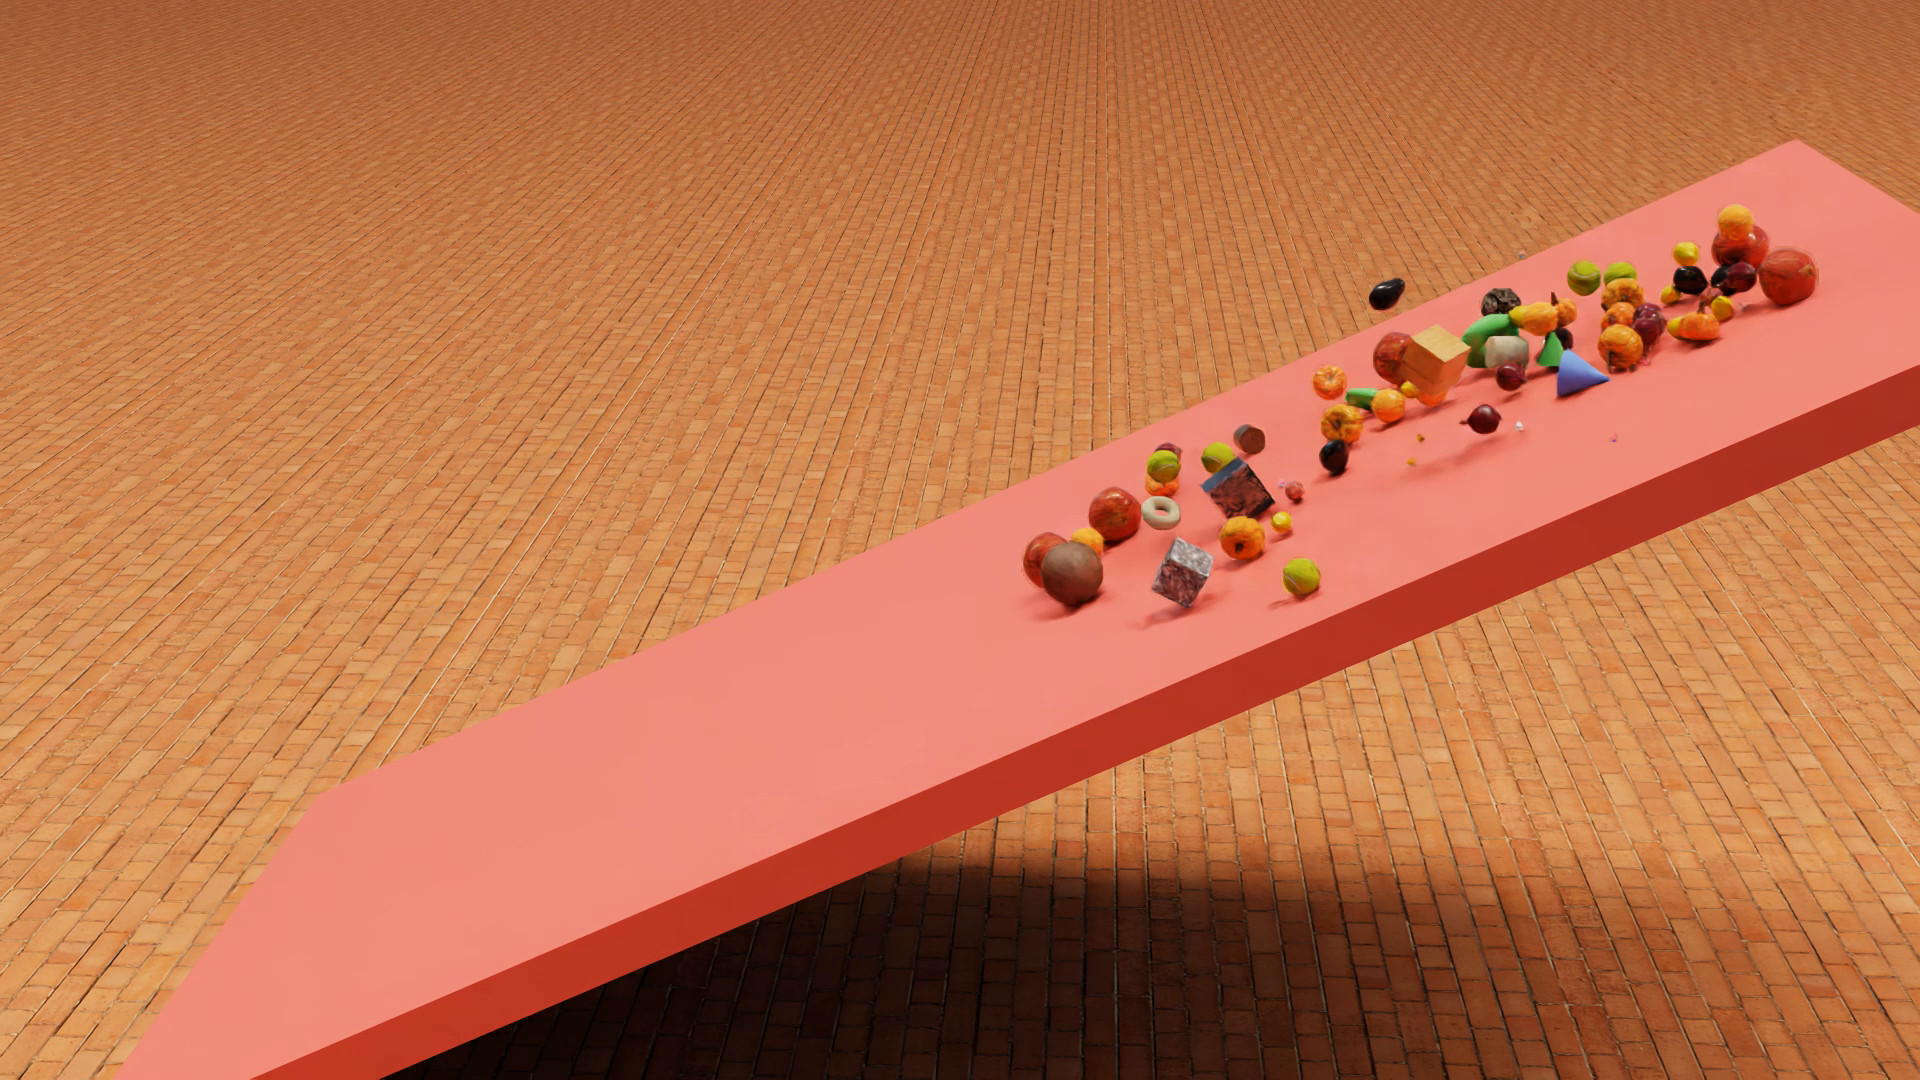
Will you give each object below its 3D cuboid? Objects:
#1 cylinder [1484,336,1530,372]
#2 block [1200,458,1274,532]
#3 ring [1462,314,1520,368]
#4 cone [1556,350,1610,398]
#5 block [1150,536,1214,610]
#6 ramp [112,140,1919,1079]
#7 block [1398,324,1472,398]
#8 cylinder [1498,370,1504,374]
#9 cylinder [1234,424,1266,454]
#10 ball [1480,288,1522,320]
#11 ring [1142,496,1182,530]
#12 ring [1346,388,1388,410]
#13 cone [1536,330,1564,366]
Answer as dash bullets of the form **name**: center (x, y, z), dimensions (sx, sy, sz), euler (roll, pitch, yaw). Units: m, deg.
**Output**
- **cylinder**: center (1.128, -0.384, 6.066), dimensions (0.072, 0.072, 0.072), euler (3, 15, -8)
- **block**: center (0.566, -0.095, 6.008), dimensions (0.099, 0.099, 0.099), euler (-37, 12, 2)
- **ring**: center (1.121, -0.422, 6.231), dimensions (0.140, 0.140, 0.047), euler (-8, 48, -27)
- **cone**: center (1.236, -0.322, 5.792), dimensions (0.096, 0.096, 0.096), euler (7, 17, 26)
- **block**: center (0.426, 0.063, 5.629), dimensions (0.082, 0.082, 0.082), euler (27, 33, -1)
- **ramp**: center (0.135, 0.169, 6.282), dimensions (4.000, 0.100, 2.000), euler (-24, 13, 9)
- **block**: center (0.920, -0.348, 5.705), dimensions (0.087, 0.087, 0.087), euler (-27, 55, -39)
- **cylinder**: center (1.144, -0.387, 6.182), dimensions (0.052, 0.052, 0.052), euler (-32, 14, 9)
- **cylinder**: center (0.639, -0.222, 6.492), dimensions (0.060, 0.060, 0.060), euler (-3, 9, -9)
- **ball**: center (1.198, -0.514, 6.508), dimensions (0.089, 0.089, 0.089), euler (0, 16, 0)
- **ring**: center (0.420, -0.056, 6.129), dimensions (0.086, 0.029, 0.086), euler (7, 49, -8)
- **ring**: center (0.877, -0.304, 6.336), dimensions (0.094, 0.031, 0.094), euler (8, -11, 1)
- **cone**: center (1.212, -0.397, 6.010), dimensions (0.070, 0.070, 0.070), euler (-5, 17, 1)
